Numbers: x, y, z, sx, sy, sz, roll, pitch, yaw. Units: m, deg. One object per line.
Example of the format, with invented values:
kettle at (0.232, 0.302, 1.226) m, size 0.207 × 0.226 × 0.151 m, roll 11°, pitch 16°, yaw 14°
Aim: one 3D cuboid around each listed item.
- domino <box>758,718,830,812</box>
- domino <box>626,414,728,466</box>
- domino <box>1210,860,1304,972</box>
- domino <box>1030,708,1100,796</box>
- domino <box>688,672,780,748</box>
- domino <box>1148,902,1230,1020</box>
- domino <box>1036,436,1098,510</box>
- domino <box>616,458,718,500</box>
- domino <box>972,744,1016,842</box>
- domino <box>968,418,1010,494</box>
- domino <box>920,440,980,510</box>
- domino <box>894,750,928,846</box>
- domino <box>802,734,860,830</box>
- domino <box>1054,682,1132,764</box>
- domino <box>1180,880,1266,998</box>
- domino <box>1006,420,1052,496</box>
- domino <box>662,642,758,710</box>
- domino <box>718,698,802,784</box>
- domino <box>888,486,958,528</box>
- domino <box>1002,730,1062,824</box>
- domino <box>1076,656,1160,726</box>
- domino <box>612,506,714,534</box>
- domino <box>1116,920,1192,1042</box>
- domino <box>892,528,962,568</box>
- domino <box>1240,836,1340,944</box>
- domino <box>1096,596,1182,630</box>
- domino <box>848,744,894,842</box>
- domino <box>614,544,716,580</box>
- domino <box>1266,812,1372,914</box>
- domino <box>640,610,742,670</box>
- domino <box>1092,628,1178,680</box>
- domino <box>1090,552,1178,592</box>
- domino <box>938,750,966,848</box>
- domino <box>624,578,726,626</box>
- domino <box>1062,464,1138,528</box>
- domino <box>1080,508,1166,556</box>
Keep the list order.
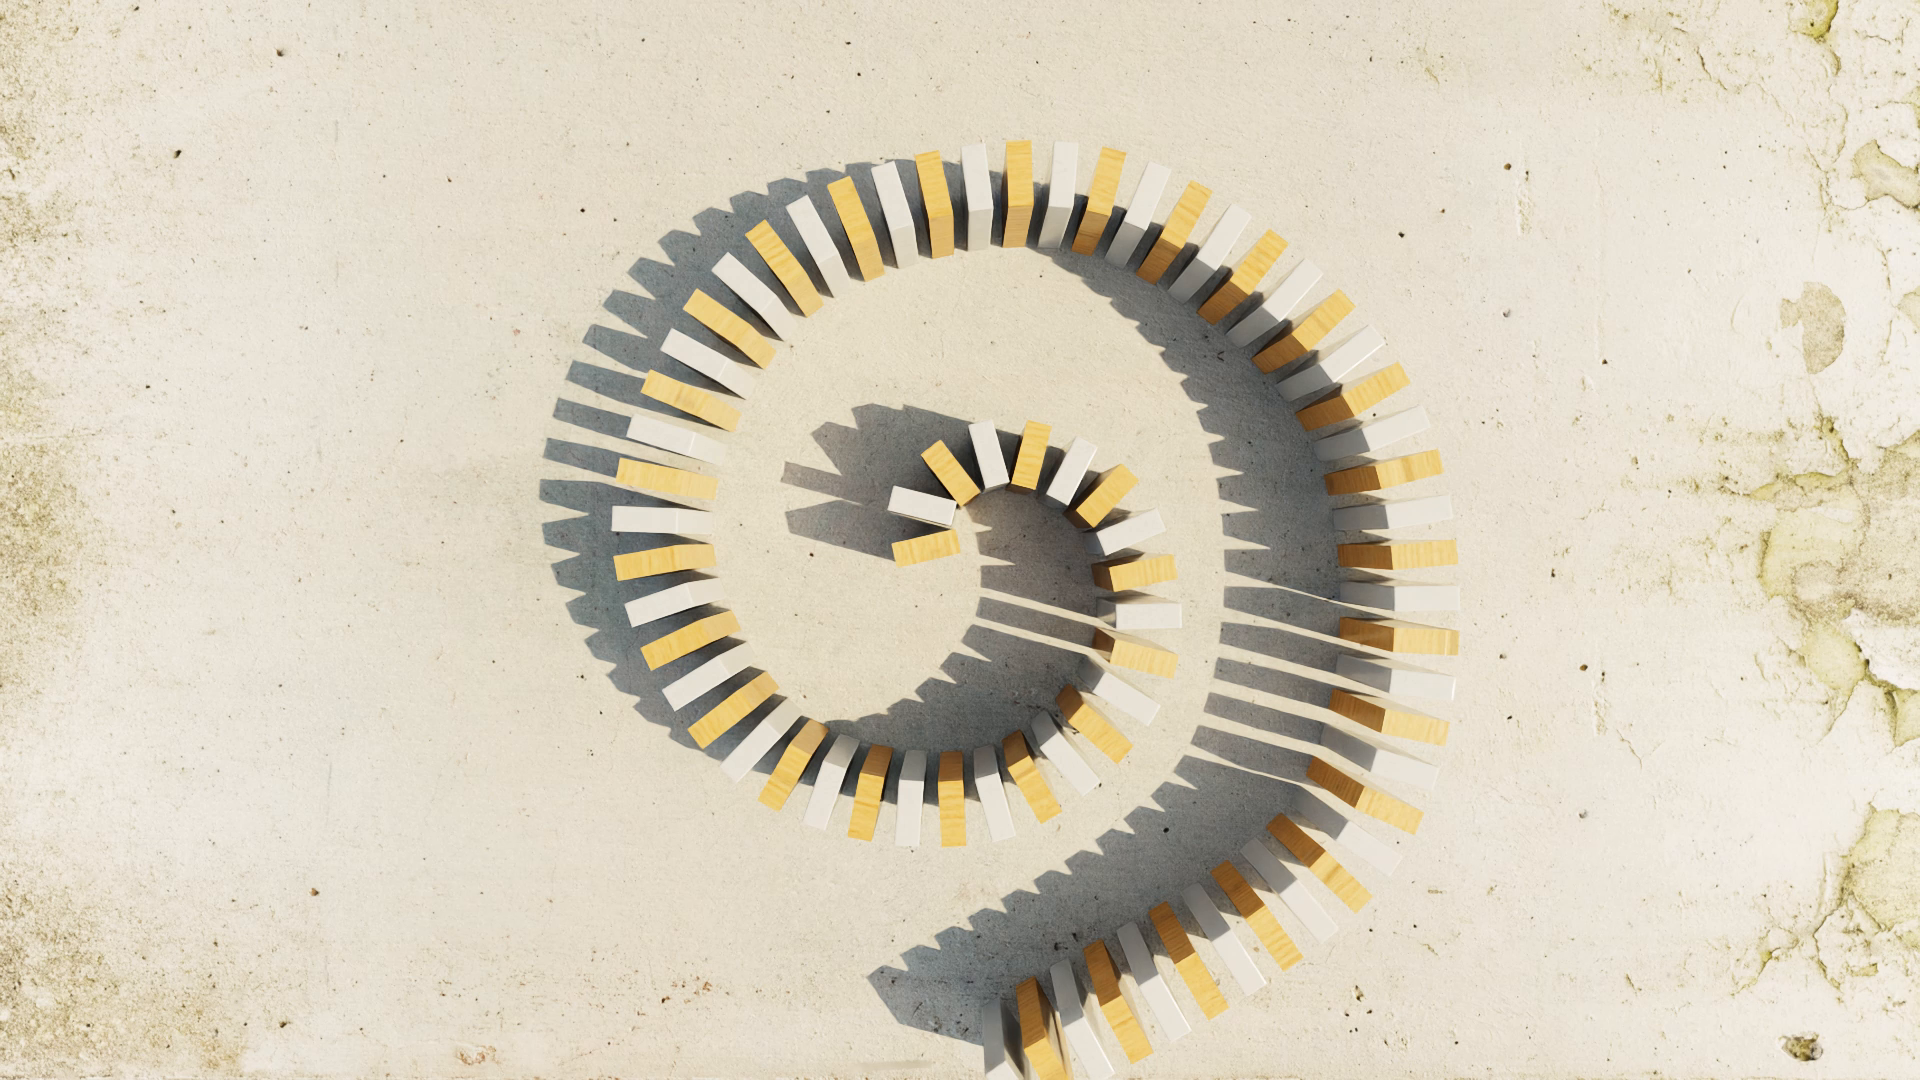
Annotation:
domino at (-0.067, 0.091, 0.375) m, size 0.010 × 0.050 × 0.025 m, roll 30°, pitch 90°, yaw 0°
domino at (-0.114, -0.040, 0.375) m, size 0.025 × 0.050 × 0.009 m, roll 17°, pitch 90°, yaw 0°
domino at (0.120, 0.152, 0.375) m, size 0.009 × 0.050 × 0.025 m, roll -36°, pitch 90°, yaw 0°
domino at (0.042, 0.086, 0.375) m, size 0.009 × 0.050 × 0.025 m, roll -41°, pitch 90°, yaw 0°
domino at (-0.091, 0.068, 0.375) m, size 0.025 × 0.050 × 0.009 m, roll -38°, pitch 90°, yaw 0°
domino at (0.093, 0.171, 0.375) m, size 0.009 × 0.050 × 0.025 m, roll -31°, pitch 90°, yaw 0°
domino at (0.043, -0.027, 0.375) m, size 0.009 × 0.050 × 0.025 m, roll 27°, pitch 90°, yaw 0°
domino at (-0.118, -0.024, 0.375) m, size 0.025 × 0.050 × 0.010 m, roll 11°, pitch 90°, yaw 0°
domino at (0.013, 0.102, 0.375) m, size 0.009 × 0.050 × 0.025 m, roll -16°, pitch 90°, yaw 0°
domino at (0.011, -0.033, 0.375) m, size 0.010 × 0.050 × 0.025 m, roll -16°, pitch 90°, yaw 0°
domino at (-0.004, -0.026, 0.375) m, size 0.009 × 0.050 × 0.025 m, roll -38°, pitch 90°, yaw 0°
domino at (-0.020, 0.104, 0.375) m, size 0.009 × 0.050 × 0.025 m, roll 4°, pitch 90°, yaw 0°
domino at (-0.052, 0.098, 0.375) m, size 0.010 × 0.050 × 0.025 m, roll 19°, pitch 90°, yaw 0°
domino at (0.054, 0.074, 0.375) m, size 0.025 × 0.050 × 0.010 m, roll 41°, pitch 90°, yaw 0°
domino at (0.107, 0.162, 0.375) m, size 0.010 × 0.050 × 0.025 m, roll -33°, pitch 90°, yaw 0°
domino at (0.027, -0.033, 0.375) m, size 0.009 × 0.050 × 0.025 m, roll 15°, pitch 90°, yaw 0°
domino at (-0.101, 0.055, 0.375) m, size 0.025 × 0.050 × 0.010 m, roll -32°, pitch 90°, yaw 0°
domino at (-0.080, 0.081, 0.375) m, size 0.010 × 0.050 × 0.025 m, roll 44°, pitch 90°, yaw 0°
domino at (-0.014, -0.013, 0.375) m, size 0.025 × 0.050 × 0.009 m, roll 14°, pitch 90°, yaw 0°
domino at (0.029, 0.096, 0.375) m, size 0.009 × 0.050 × 0.025 m, roll -31°, pitch 90°, yaw 0°
domino at (0.064, 0.061, 0.375) m, size 0.025 × 0.050 × 0.009 m, roll 32°, pitch 90°, yaw 0°
domino at (-0.120, -0.008, 0.375) m, size 0.025 × 0.050 × 0.009 m, roll 2°, pitch 90°, yaw 0°
domino at (0.078, 0.179, 0.375) m, size 0.009 × 0.050 × 0.025 m, roll -30°, pitch 90°, yaw 0°
domino at (-0.013, 0.003, 0.375) m, size 0.025 × 0.050 × 0.010 m, roll -13°, pitch 90°, yaw 0°
domino at (0.133, 0.142, 0.375) m, size 0.010 × 0.050 × 0.025 m, roll -40°, pitch 90°, yaw 0°
domino at (0.072, 0.029, 0.375) m, size 0.025 × 0.050 × 0.009 m, roll -1°, pitch 90°, yaw 0°
domino at (-0.036, 0.102, 0.375) m, size 0.009 × 0.050 × 0.025 m, roll 11°, pitch 90°, yaw 0°
domino at (-0.119, 0.009, 0.375) m, size 0.025 × 0.050 × 0.009 m, roll -10°, pitch 90°, yaw 0°
domino at (0.146, 0.131, 0.375) m, size 0.025 × 0.050 × 0.009 m, roll 44°, pitch 90°, yaw 0°
domino at (-0.109, 0.040, 0.375) m, size 0.025 × 0.050 × 0.009 m, roll -25°, pitch 90°, yaw 0°
domino at (0.070, 0.046, 0.375) m, size 0.025 × 0.050 × 0.010 m, roll 14°, pitch 90°, yaw 0°
domino at (0.070, 0.013, 0.375) m, size 0.025 × 0.050 × 0.009 m, roll -12°, pitch 90°, yaw 0°
domino at (-0.003, 0.105, 0.375) m, size 0.010 × 0.050 × 0.025 m, roll -3°, pitch 90°, yaw 0°
domino at (-0.115, 0.025, 0.375) m, size 0.025 × 0.050 × 0.010 m, roll -19°, pitch 90°, yaw 0°
domino at (0.056, -0.017, 0.375) m, size 0.009 × 0.050 × 0.025 m, roll 44°, pitch 90°, yaw 0°
domino at (0.065, -0.003, 0.375) m, size 0.025 × 0.050 × 0.009 m, roll -22°, pitch 90°, yaw 0°
